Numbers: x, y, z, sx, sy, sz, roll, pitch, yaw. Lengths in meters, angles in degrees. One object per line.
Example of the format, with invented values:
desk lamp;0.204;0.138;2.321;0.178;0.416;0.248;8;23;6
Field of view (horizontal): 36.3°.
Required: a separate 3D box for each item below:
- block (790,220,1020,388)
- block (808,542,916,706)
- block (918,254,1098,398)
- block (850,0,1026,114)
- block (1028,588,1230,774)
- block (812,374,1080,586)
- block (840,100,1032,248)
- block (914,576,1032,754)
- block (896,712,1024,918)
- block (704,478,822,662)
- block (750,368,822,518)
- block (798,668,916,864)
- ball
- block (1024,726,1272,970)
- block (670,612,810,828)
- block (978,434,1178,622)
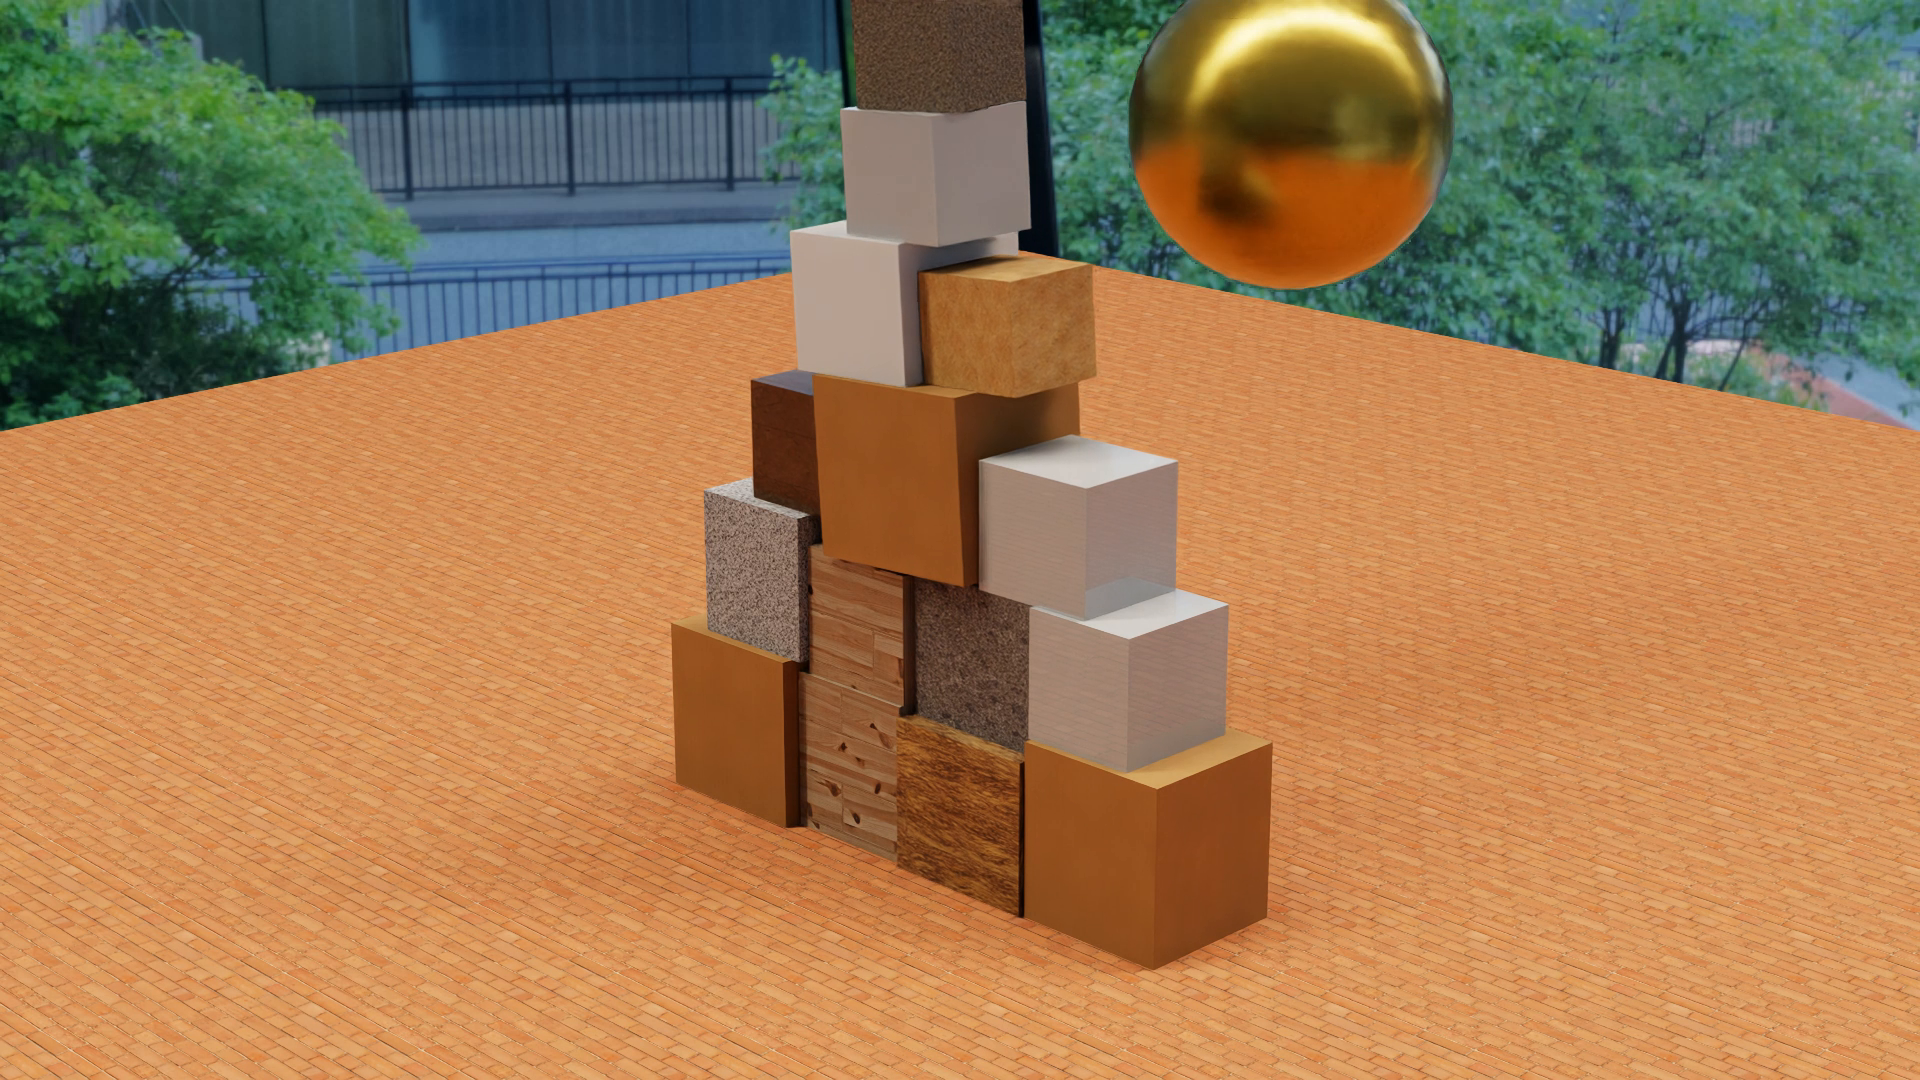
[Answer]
block;-0.239;-1.107;13.276;0.735;0.638;0.718;-17;21;-41
block;-0.239;0.320;13.694;0.687;0.622;0.637;-17;24;-42
block;0.209;-0.944;12.834;0.513;0.503;0.561;-17;20;-42
block;-0.090;-2.139;12.772;0.541;0.481;0.514;9;19;37
block;0.732;0.572;12.738;0.647;0.603;0.575;-17;24;-42
block;-0.050;-0.351;13.284;0.775;0.843;0.918;-16;20;-42
block;-0.105;-1.631;12.895;0.564;0.560;0.590;-16;20;-41
block;0.291;0.471;13.233;0.642;0.702;0.757;-16;24;-42
block;0.280;1.155;13.448;0.833;0.732;0.779;-17;24;-42
block;-0.713;0.087;14.103;0.769;0.705;0.665;-17;24;-42
block;-0.579;-0.484;13.784;0.598;0.571;0.526;-16;23;-42
block;-0.266;0.983;13.920;0.719;0.778;0.685;-17;24;-42
ball;1.623;-2.032;14.404;1.600;1.600;1.600;0;17;0
block;0.823;1.277;12.892;0.761;0.833;0.766;-17;24;-42
block;-0.807;0.795;14.421;0.882;0.837;0.816;-17;24;-42
block;0.514;-0.062;12.768;0.625;0.590;0.594;16;24;42
